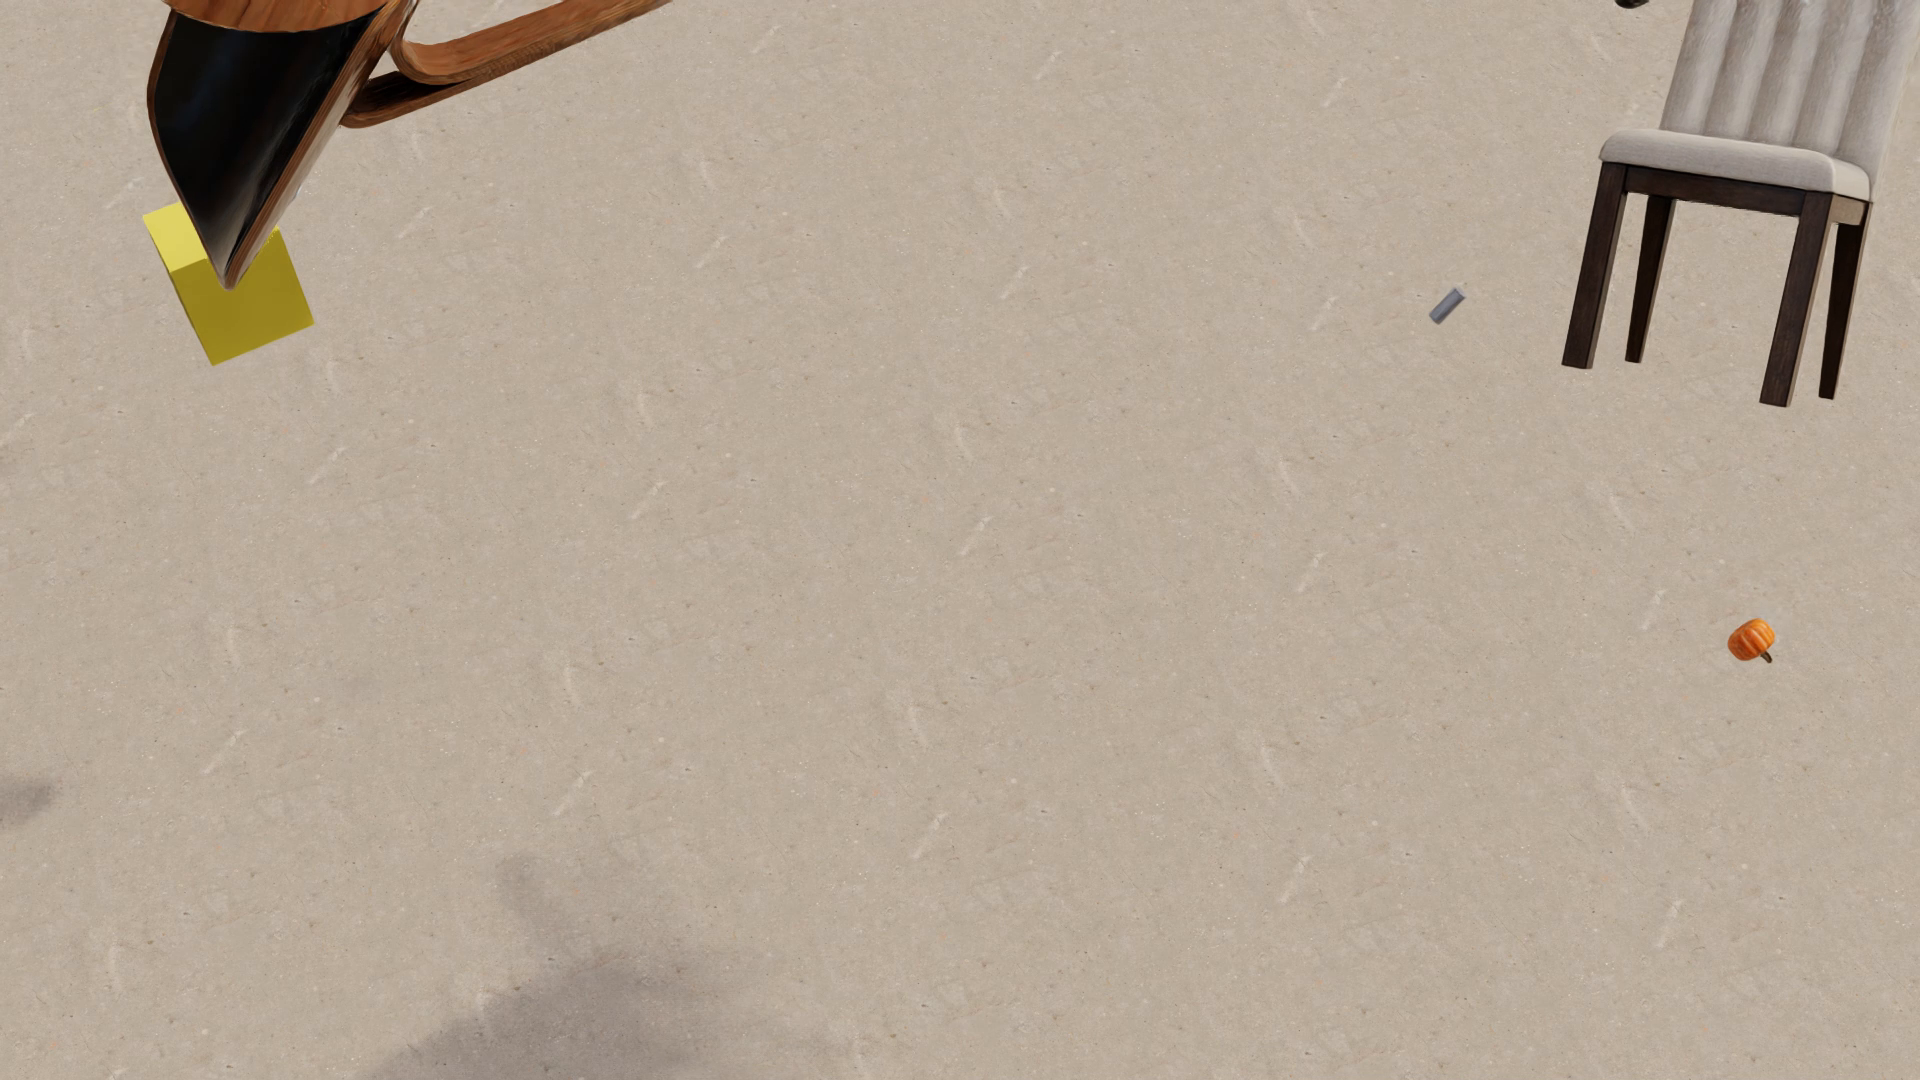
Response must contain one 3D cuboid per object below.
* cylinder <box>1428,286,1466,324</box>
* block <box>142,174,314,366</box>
[{"bbox_3d":[1.035,-0.499,4.670,0.032,0.081,0.045,36,27,-12],"label":"cylinder"},{"bbox_3d":[-1.042,-0.383,3.140,0.157,0.202,0.121,-26,59,-16],"label":"block"}]
